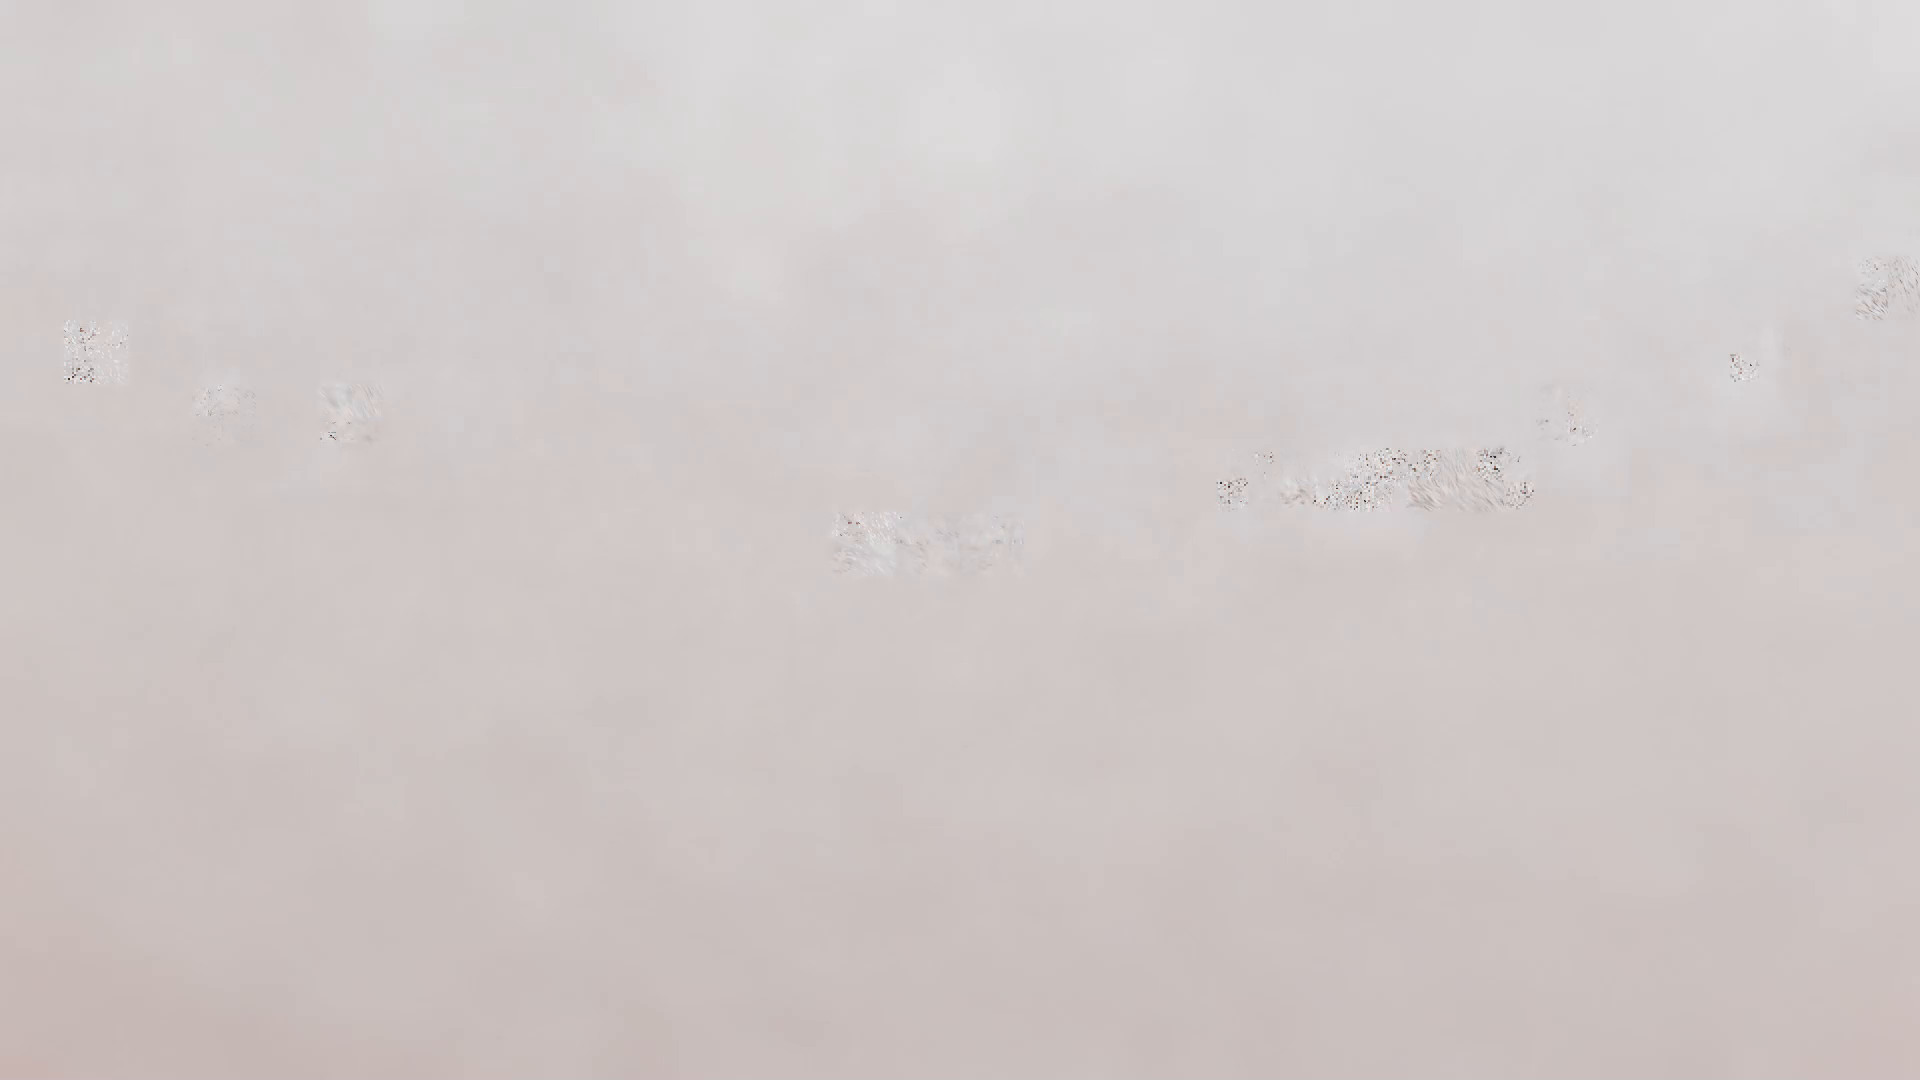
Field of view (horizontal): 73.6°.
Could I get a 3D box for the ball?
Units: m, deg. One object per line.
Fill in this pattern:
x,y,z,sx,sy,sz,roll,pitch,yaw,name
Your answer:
0.000,-0.002,0.056,0.080,0.080,0.080,0,4,0,ball
